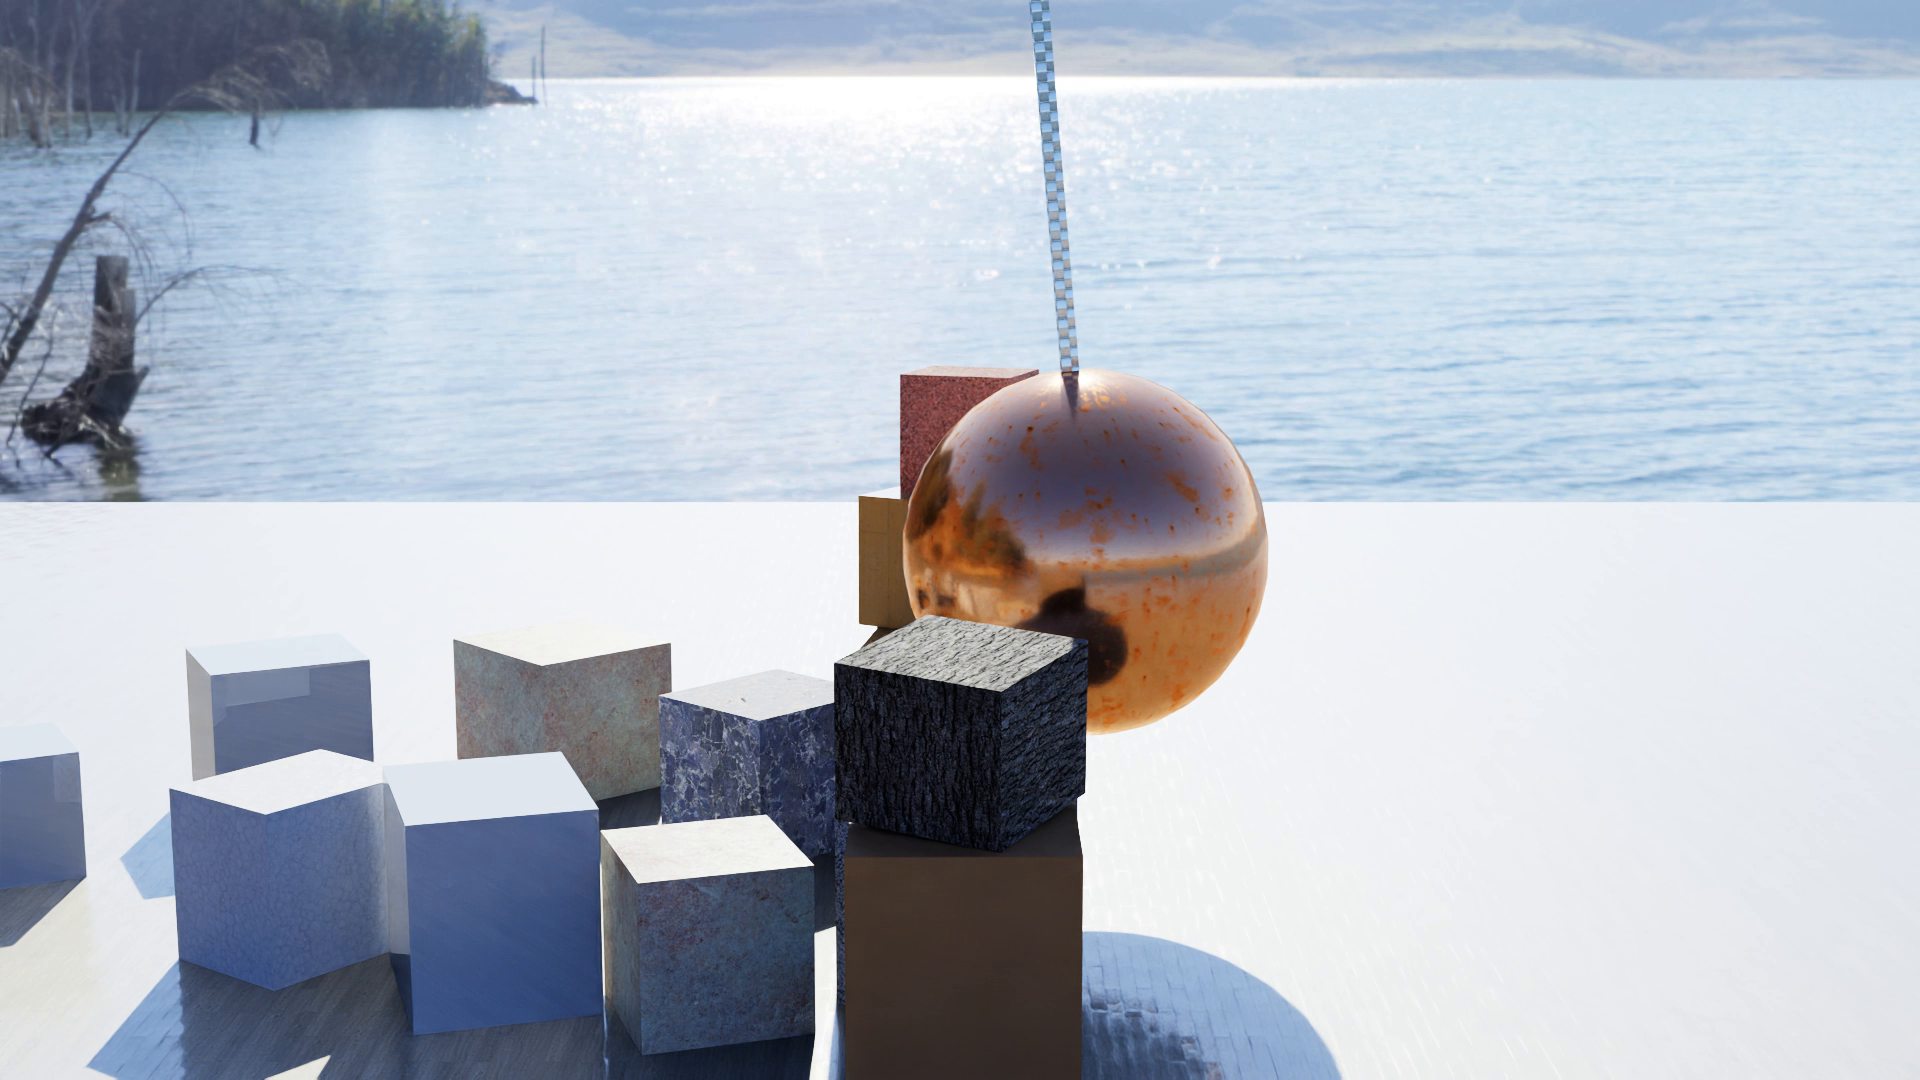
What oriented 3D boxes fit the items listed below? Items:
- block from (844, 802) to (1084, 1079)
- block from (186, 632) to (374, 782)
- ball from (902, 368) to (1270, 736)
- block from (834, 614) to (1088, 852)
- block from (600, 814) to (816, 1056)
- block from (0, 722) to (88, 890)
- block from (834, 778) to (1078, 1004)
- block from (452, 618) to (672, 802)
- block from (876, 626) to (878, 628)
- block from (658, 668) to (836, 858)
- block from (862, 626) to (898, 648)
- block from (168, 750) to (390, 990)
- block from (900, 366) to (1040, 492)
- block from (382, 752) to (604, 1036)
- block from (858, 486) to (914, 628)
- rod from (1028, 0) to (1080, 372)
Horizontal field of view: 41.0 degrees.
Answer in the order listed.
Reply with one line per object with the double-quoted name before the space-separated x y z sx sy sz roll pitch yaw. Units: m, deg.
"block" 0.013 1.439 9.360 0.832 0.820 0.753 0 10 0
"block" -3.333 0.906 12.574 0.752 0.719 0.664 -5 11 -26
"ball" 0.546 0.053 11.190 1.600 1.600 1.600 0 10 0
"block" 0.009 0.688 9.330 0.675 0.594 0.678 8 17 28
"block" -0.955 1.471 9.661 0.654 0.650 0.686 -4 11 -19
"block" -4.294 1.192 11.416 0.639 0.571 0.604 -6 12 -29
"block" -0.020 1.260 10.179 0.916 0.879 0.915 0 10 -1
"block" -1.983 0.856 12.834 0.758 0.724 0.800 -9 14 -41
"block" 0.037 0.716 13.382 0.809 0.803 0.925 1 10 7
"block" -0.880 1.048 11.855 0.682 0.696 0.738 10 14 42
"block" -0.084 0.865 12.527 0.689 0.815 0.678 2 10 8
"block" -2.672 1.313 10.359 0.609 0.710 0.748 8 13 37
"block" 0.052 -0.550 12.825 0.563 0.585 0.527 3 9 17
"block" -1.817 1.344 9.927 0.709 0.804 0.861 -3 11 -18
"block" -0.029 0.080 12.776 0.684 0.644 0.704 5 10 29
"rod" 0.237 -3.278 10.584 0.080 5.200 0.080 -5 10 1
